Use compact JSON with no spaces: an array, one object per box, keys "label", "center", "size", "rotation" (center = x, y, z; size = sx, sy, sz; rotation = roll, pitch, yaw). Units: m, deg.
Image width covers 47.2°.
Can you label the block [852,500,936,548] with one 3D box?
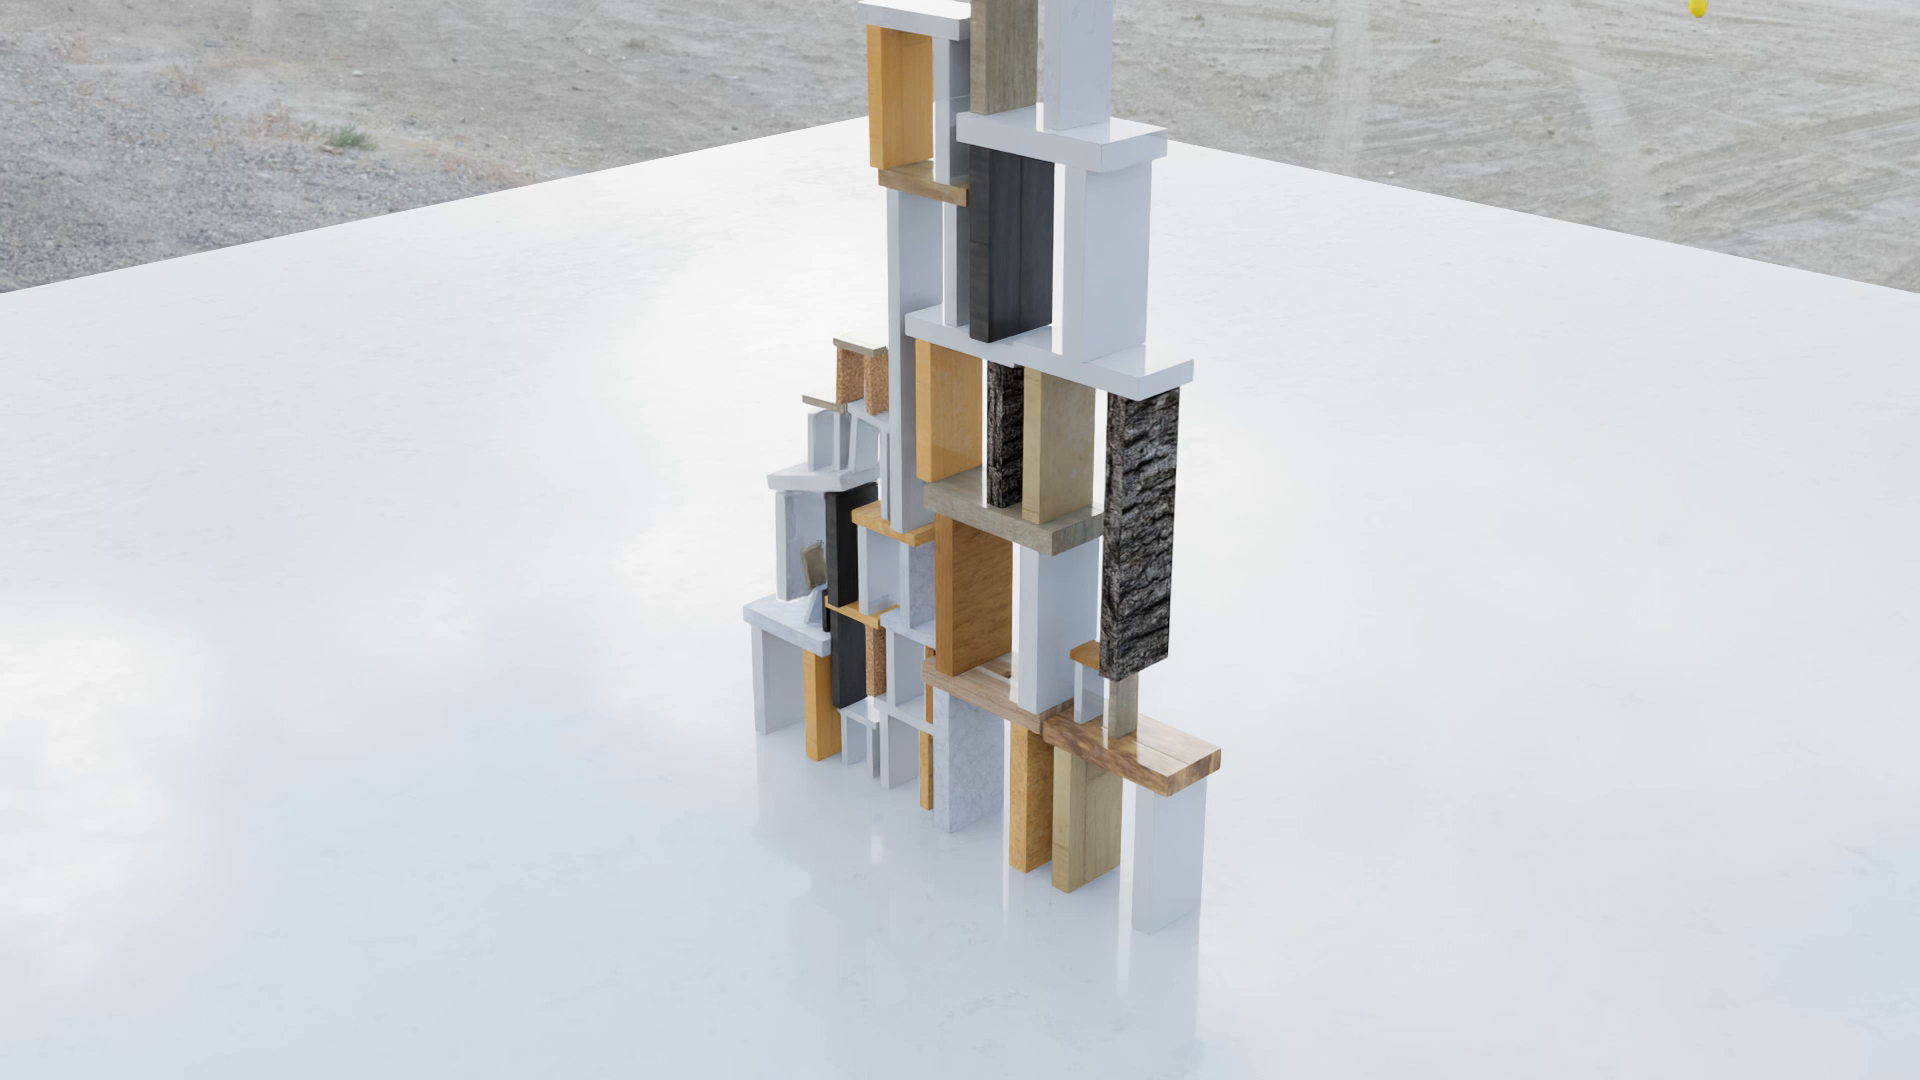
[{"label":"block","center":[-0.119,-0.035,4.340],"size":[0.181,0.026,0.090],"rotation":[21,31,40]}]

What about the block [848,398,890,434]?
[{"label":"block","center":[-0.154,-0.244,4.287],"size":[0.124,0.018,0.062],"rotation":[29,36,36]}]

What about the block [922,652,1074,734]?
[{"label":"block","center":[0.092,0.278,4.245],"size":[0.314,0.044,0.157],"rotation":[21,31,41]}]

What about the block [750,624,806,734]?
[{"label":"block","center":[-0.389,0.284,4.768],"size":[0.036,0.254,0.127],"rotation":[21,31,41]}]

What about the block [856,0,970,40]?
[{"label":"block","center":[-0.048,-0.926,3.891],"size":[0.256,0.036,0.128],"rotation":[21,31,40]}]

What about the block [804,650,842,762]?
[{"label":"block","center":[-0.269,0.330,4.657],"size":[0.036,0.254,0.127],"rotation":[21,31,41]}]

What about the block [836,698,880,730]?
[{"label":"block","center":[-0.195,0.360,4.587],"size":[0.119,0.017,0.059],"rotation":[21,31,41]}]

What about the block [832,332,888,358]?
[{"label":"block","center":[-0.186,-0.380,4.263],"size":[0.116,0.016,0.058],"rotation":[20,30,41]}]

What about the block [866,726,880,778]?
[{"label":"block","center":[-0.167,0.433,4.588],"size":[0.017,0.119,0.059],"rotation":[21,31,41]}]

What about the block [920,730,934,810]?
[{"label":"block","center":[-0.041,0.453,4.468],"size":[0.025,0.176,0.088],"rotation":[21,31,41]}]

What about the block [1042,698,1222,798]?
[{"label":"block","center":[0.314,0.376,4.048],"size":[0.302,0.043,0.151],"rotation":[21,31,41]}]

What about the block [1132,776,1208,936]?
[{"label":"block","center":[0.386,0.562,4.049],"size":[0.043,0.301,0.151],"rotation":[21,31,41]}]

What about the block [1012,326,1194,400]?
[{"label":"block","center":[0.247,-0.311,3.820],"size":[0.290,0.041,0.145],"rotation":[21,31,41]}]

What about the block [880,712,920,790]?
[{"label":"block","center":[-0.125,0.420,4.545],"size":[0.025,0.176,0.088],"rotation":[21,31,41]}]

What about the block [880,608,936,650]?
[{"label":"block","center":[-0.070,0.172,4.378],"size":[0.168,0.024,0.084],"rotation":[21,31,41]}]

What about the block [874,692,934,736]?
[{"label":"block","center":[-0.083,0.344,4.467],"size":[0.176,0.025,0.088],"rotation":[21,31,41]}]

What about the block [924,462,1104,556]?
[{"label":"block","center":[0.105,-0.060,4.080],"size":[0.329,0.047,0.165],"rotation":[21,31,41]}]

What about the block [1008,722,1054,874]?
[{"label":"block","center":[0.166,0.472,4.247],"size":[0.044,0.314,0.157],"rotation":[21,31,41]}]

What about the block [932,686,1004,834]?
[{"label":"block","center":[0.018,0.414,4.383],"size":[0.044,0.314,0.157],"rotation":[21,31,41]}]

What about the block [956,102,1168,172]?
[{"label":"block","center":[0.171,-0.690,3.744],"size":[0.334,0.047,0.167],"rotation":[21,31,41]}]

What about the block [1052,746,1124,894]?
[{"label":"block","center":[0.243,0.507,4.180],"size":[0.043,0.301,0.151],"rotation":[21,31,41]}]

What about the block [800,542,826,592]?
[{"label":"block","center":[-0.301,0.056,4.557],"size":[0.046,0.093,0.013],"rotation":[-28,33,-33]}]

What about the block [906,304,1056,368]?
[{"label":"block","center":[0.045,-0.379,4.016],"size":[0.276,0.039,0.138],"rotation":[21,31,40]}]

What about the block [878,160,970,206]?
[{"label":"block","center":[-0.030,-0.648,3.980],"size":[0.226,0.032,0.113],"rotation":[21,31,40]}]

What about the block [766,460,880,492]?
[{"label":"block","center":[-0.274,-0.130,4.461],"size":[0.116,0.033,0.232],"rotation":[-21,16,-41]}]

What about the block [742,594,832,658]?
[{"label":"block","center":[-0.329,0.174,4.656],"size":[0.254,0.036,0.127],"rotation":[21,31,41]}]

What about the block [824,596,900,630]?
[{"label":"block","center":[-0.193,0.137,4.488],"size":[0.158,0.022,0.079],"rotation":[21,31,40]}]

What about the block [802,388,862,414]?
[{"label":"block","center":[-0.251,-0.278,4.379],"size":[0.062,0.017,0.123],"rotation":[-21,27,-40]}]

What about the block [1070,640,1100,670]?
[{"label":"block","center":[0.269,0.219,4.020],"size":[0.125,0.018,0.063],"rotation":[22,31,40]}]

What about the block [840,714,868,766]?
[{"label":"block","center":[-0.223,0.411,4.639],"size":[0.017,0.119,0.059],"rotation":[21,31,41]}]

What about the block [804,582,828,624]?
[{"label":"block","center":[-0.295,0.131,4.594],"size":[0.046,0.093,0.013],"rotation":[-21,54,-40]}]
